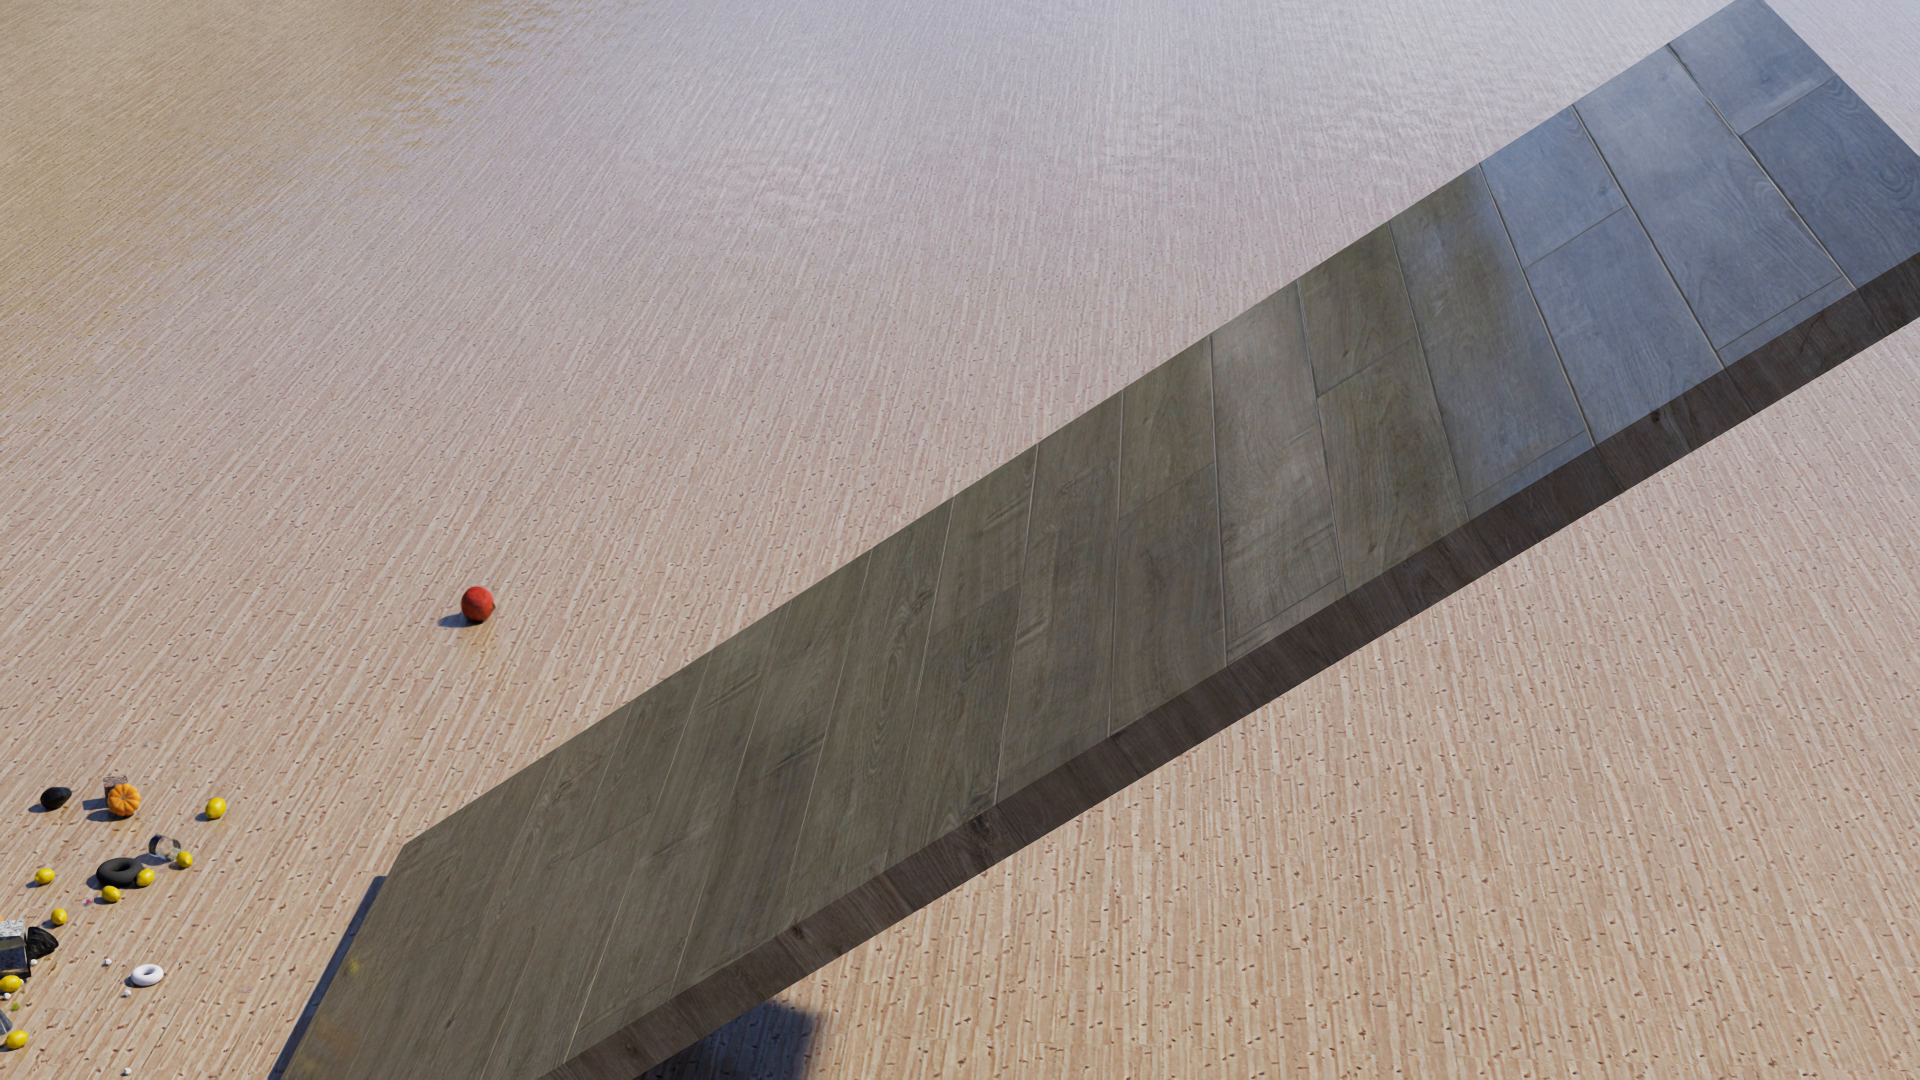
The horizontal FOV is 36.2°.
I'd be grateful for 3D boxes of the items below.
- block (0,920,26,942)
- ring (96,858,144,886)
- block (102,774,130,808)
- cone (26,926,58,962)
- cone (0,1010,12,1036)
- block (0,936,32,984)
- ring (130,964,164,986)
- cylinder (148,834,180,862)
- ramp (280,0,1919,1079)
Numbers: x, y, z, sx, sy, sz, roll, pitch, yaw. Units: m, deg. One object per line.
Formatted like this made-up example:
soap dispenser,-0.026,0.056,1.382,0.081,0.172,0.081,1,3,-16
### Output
block,-2.374,1.005,7.327,0.083,0.083,0.083,-4,22,-10
ring,-2.207,0.873,7.727,0.122,0.041,0.122,1,21,0
block,-2.336,0.696,8.148,0.064,0.064,0.064,-7,22,-18
cone,-2.310,1.025,7.336,0.087,0.087,0.087,9,49,21
cone,-2.314,1.120,7.008,0.098,0.098,0.098,0,21,0
block,-2.338,1.034,7.235,0.082,0.082,0.082,-10,13,-25
ring,-2.000,1.070,7.237,0.079,0.026,0.079,1,22,0
cylinder,-2.119,0.820,7.836,0.059,0.059,0.059,12,24,29
ramp,0.136,0.173,6.305,4.000,0.100,2.000,-32,16,15
